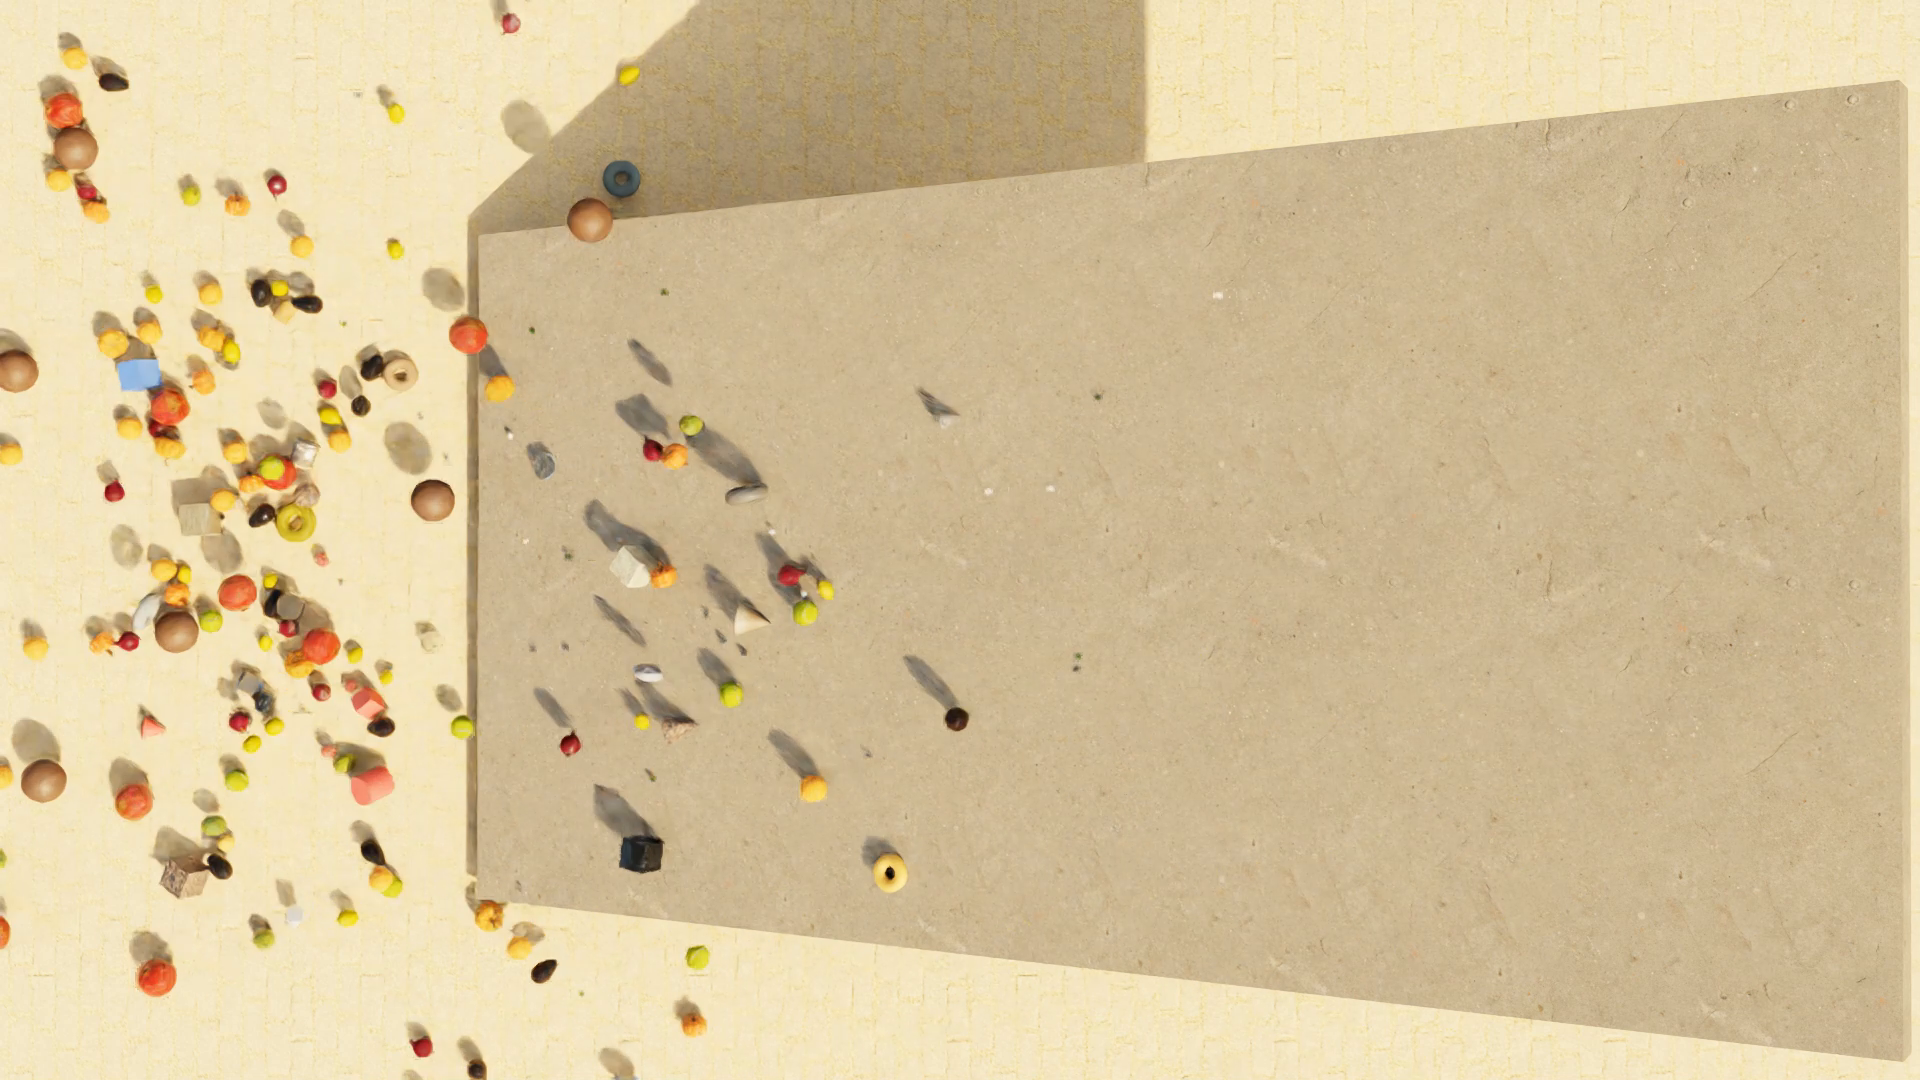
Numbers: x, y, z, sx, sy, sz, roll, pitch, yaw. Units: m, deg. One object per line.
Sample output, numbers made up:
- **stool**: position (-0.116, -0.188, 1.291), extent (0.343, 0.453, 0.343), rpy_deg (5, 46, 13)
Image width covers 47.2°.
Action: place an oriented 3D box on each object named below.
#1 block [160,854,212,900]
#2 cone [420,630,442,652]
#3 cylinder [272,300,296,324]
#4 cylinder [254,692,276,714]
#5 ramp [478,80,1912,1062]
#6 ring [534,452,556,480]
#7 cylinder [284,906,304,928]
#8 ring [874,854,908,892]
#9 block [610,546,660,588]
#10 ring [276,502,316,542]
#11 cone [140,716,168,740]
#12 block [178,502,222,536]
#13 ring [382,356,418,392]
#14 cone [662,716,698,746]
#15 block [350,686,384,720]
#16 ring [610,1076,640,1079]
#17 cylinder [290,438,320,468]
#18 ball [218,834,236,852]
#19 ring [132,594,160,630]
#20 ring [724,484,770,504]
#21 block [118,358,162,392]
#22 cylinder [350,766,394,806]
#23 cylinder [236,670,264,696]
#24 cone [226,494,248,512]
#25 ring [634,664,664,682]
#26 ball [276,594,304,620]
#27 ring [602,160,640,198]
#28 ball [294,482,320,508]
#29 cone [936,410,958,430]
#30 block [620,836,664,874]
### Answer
- **block**: position (-2.339, 1.016, 6.637), extent (0.091, 0.091, 0.091), rpy_deg (30, 104, 22)
- **cone**: position (-1.594, 0.316, 6.655), extent (0.067, 0.067, 0.067), rpy_deg (-7, 107, -24)
- **cylinder**: position (-2.051, -0.691, 6.672), extent (0.055, 0.055, 0.055), rpy_deg (31, 74, 0)
- **cylinder**: position (-2.112, 0.494, 6.685), extent (0.053, 0.053, 0.053), rpy_deg (20, 85, 0)
- **ramp**: position (0.258, 0.071, 5.596), extent (4.000, 0.100, 2.000), rpy_deg (0, 89, 33)
- **ring**: position (-1.223, -0.218, 6.470), extent (0.083, 0.028, 0.083), rpy_deg (-1, 88, 36)
- **cylinder**: position (-2.010, 1.137, 6.632), extent (0.051, 0.051, 0.051), rpy_deg (11, 59, -19)
- **ring**: position (-0.183, 0.876, 5.792), extent (0.101, 0.034, 0.101), rpy_deg (-1, 88, 32)
- **block**: position (-0.925, 0.074, 6.243), extent (0.084, 0.084, 0.084), rpy_deg (44, 112, 25)
- **ring**: position (-2.022, -0.055, 6.694), extent (0.128, 0.043, 0.128), rpy_deg (0, 91, 5)
- **cone**: position (-2.446, 0.577, 6.689), extent (0.077, 0.077, 0.077), rpy_deg (10, 89, -23)
- **block**: position (-2.303, -0.061, 6.669), extent (0.094, 0.094, 0.094), rpy_deg (-5, 90, 0)
- **ring**: position (-1.704, -0.505, 6.698), extent (0.106, 0.035, 0.106), rpy_deg (0, 89, -9)
- **cone**: position (-0.778, 0.527, 6.171), extent (0.092, 0.092, 0.092), rpy_deg (-12, 90, 5)
- **block**: position (-1.793, 0.494, 6.657), extent (0.062, 0.062, 0.062), rpy_deg (-39, 48, 6)
- **ring**: position (-1.012, 1.639, 6.645), extent (0.094, 0.094, 0.031), rpy_deg (1, 85, 0)
- **cylinder**: position (-1.988, -0.264, 6.672), extent (0.070, 0.070, 0.070), rpy_deg (23, 97, 0)
- **ball**: position (-2.229, 0.920, 6.682), extent (0.051, 0.051, 0.051), rpy_deg (0, 89, 0)
- **ring**: position (-2.402, 0.211, 6.488), extent (0.039, 0.116, 0.116), rpy_deg (25, 90, -3)
- **ring**: position (-0.581, -0.125, 5.992), extent (0.126, 0.126, 0.042), rpy_deg (-12, 96, 0)
- **block**: position (-2.485, -0.500, 6.664), extent (0.084, 0.084, 0.084), rpy_deg (-10, 89, 26)
- **cylinder**: position (-1.776, 0.743, 6.644), extent (0.093, 0.093, 0.093), rpy_deg (15, 116, 33)
- **cylinder**: position (-2.156, 0.437, 6.682), extent (0.060, 0.060, 0.060), rpy_deg (27, 90, 1)
- **cone**: position (-2.193, -0.103, 6.704), extent (0.058, 0.058, 0.058), rpy_deg (38, 90, -26)
- **ring**: position (-0.873, 0.372, 6.160), extent (0.086, 0.086, 0.029), rpy_deg (16, 106, 0)
- **ball**: position (-2.026, 0.203, 6.653), extent (0.083, 0.083, 0.083), rpy_deg (0, 89, 0)
- **ring**: position (-1.032, -1.101, 6.707), extent (0.115, 0.038, 0.115), rpy_deg (0, 90, -1)
- **ball**: position (-1.906, -0.131, 6.417), extent (0.077, 0.077, 0.077), rpy_deg (0, 89, 0)
- **cone**: position (-0.024, -0.318, 5.706), extent (0.055, 0.055, 0.055), rpy_deg (-21, 90, -18)
- **block**: position (-0.901, 0.889, 6.222), extent (0.082, 0.082, 0.082), rpy_deg (11, 95, 32)
